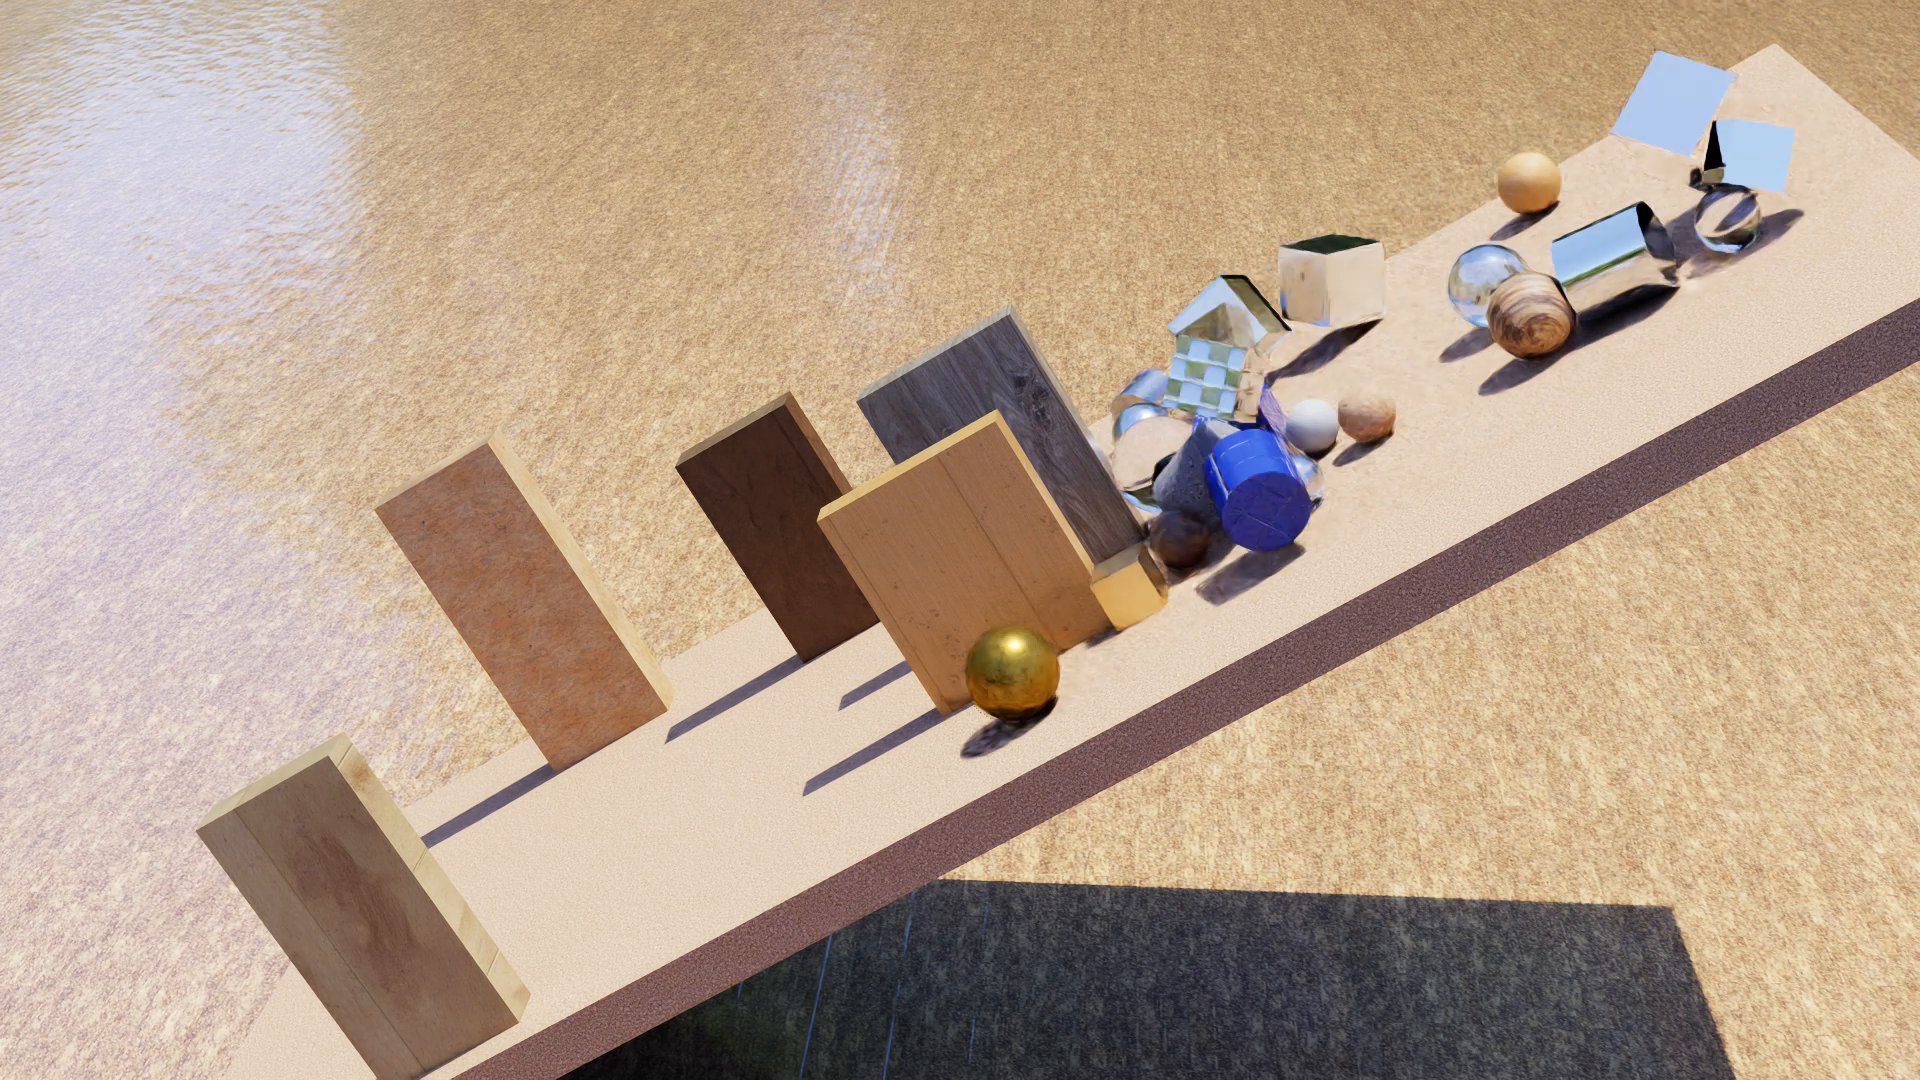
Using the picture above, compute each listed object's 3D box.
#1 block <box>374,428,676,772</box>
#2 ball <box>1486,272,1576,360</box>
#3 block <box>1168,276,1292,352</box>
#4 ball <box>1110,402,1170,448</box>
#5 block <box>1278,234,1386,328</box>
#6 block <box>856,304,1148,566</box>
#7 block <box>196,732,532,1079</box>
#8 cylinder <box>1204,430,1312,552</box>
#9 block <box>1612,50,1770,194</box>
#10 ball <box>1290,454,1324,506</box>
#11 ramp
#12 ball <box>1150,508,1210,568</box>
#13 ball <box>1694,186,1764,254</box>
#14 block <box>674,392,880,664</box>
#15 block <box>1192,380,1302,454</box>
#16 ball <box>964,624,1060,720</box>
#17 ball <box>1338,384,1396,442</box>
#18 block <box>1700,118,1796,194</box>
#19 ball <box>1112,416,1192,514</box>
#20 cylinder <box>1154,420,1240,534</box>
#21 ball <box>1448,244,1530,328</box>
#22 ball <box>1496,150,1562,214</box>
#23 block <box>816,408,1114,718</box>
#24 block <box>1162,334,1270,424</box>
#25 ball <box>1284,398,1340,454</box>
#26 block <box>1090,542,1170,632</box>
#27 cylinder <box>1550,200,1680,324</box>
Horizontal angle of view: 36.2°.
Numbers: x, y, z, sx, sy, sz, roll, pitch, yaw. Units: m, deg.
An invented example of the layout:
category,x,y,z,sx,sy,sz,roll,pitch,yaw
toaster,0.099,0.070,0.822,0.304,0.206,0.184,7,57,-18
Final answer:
category,x,y,z,sx,sy,sz,roll,pitch,yaw
block,-1.034,0.148,7.030,0.327,0.776,0.125,-29,15,12
ball,1.111,-0.437,5.722,0.171,0.171,0.171,0,19,0
block,0.609,-0.477,6.638,0.169,0.169,0.169,52,22,13
ball,0.410,-0.232,6.539,0.149,0.149,0.149,0,19,0
block,0.832,-0.581,6.578,0.165,0.165,0.165,-16,19,-32
block,0.090,-0.159,6.147,0.371,0.559,0.089,-29,15,12
block,-1.143,0.720,5.661,0.312,0.643,0.116,-29,15,12
cylinder,0.562,-0.095,5.562,0.170,0.170,0.170,-2,30,-7
block,1.447,-0.823,5.826,0.187,0.187,0.187,28,-2,41
ball,0.655,-0.112,5.727,0.109,0.109,0.109,0,19,0
ramp,0.142,0.168,6.287,4.000,0.100,2.000,-29,15,12
ball,0.434,-0.003,5.806,0.120,0.120,0.120,0,19,0
ball,1.473,-0.615,5.639,0.129,0.129,0.129,0,19,0
block,-0.371,-0.027,6.691,0.294,0.547,0.107,-29,15,12
block,0.588,-0.199,6.038,0.162,0.162,0.162,-26,16,19
ball,0.099,0.250,5.554,0.180,0.180,0.180,0,19,0
ball,0.809,-0.253,5.852,0.117,0.117,0.117,0,19,0
block,1.512,-0.736,5.645,0.122,0.122,0.122,9,5,-6
ball,0.418,-0.157,6.103,0.205,0.205,0.205,0,19,0
cylinder,0.497,-0.124,5.877,0.163,0.163,0.163,20,42,-19
ball,1.088,-0.522,6.041,0.173,0.173,0.173,0,19,0
ball,1.281,-0.803,6.617,0.143,0.143,0.143,0,19,0
block,0.019,0.049,5.787,0.407,0.475,0.083,-29,15,12
block,0.499,-0.313,5.720,0.142,0.142,0.142,14,6,25
ball,0.717,-0.232,5.987,0.111,0.111,0.111,0,19,0
block,0.331,0.090,5.734,0.109,0.109,0.109,-28,15,16
cylinder,1.269,-0.536,5.691,0.182,0.182,0.182,-24,7,29
